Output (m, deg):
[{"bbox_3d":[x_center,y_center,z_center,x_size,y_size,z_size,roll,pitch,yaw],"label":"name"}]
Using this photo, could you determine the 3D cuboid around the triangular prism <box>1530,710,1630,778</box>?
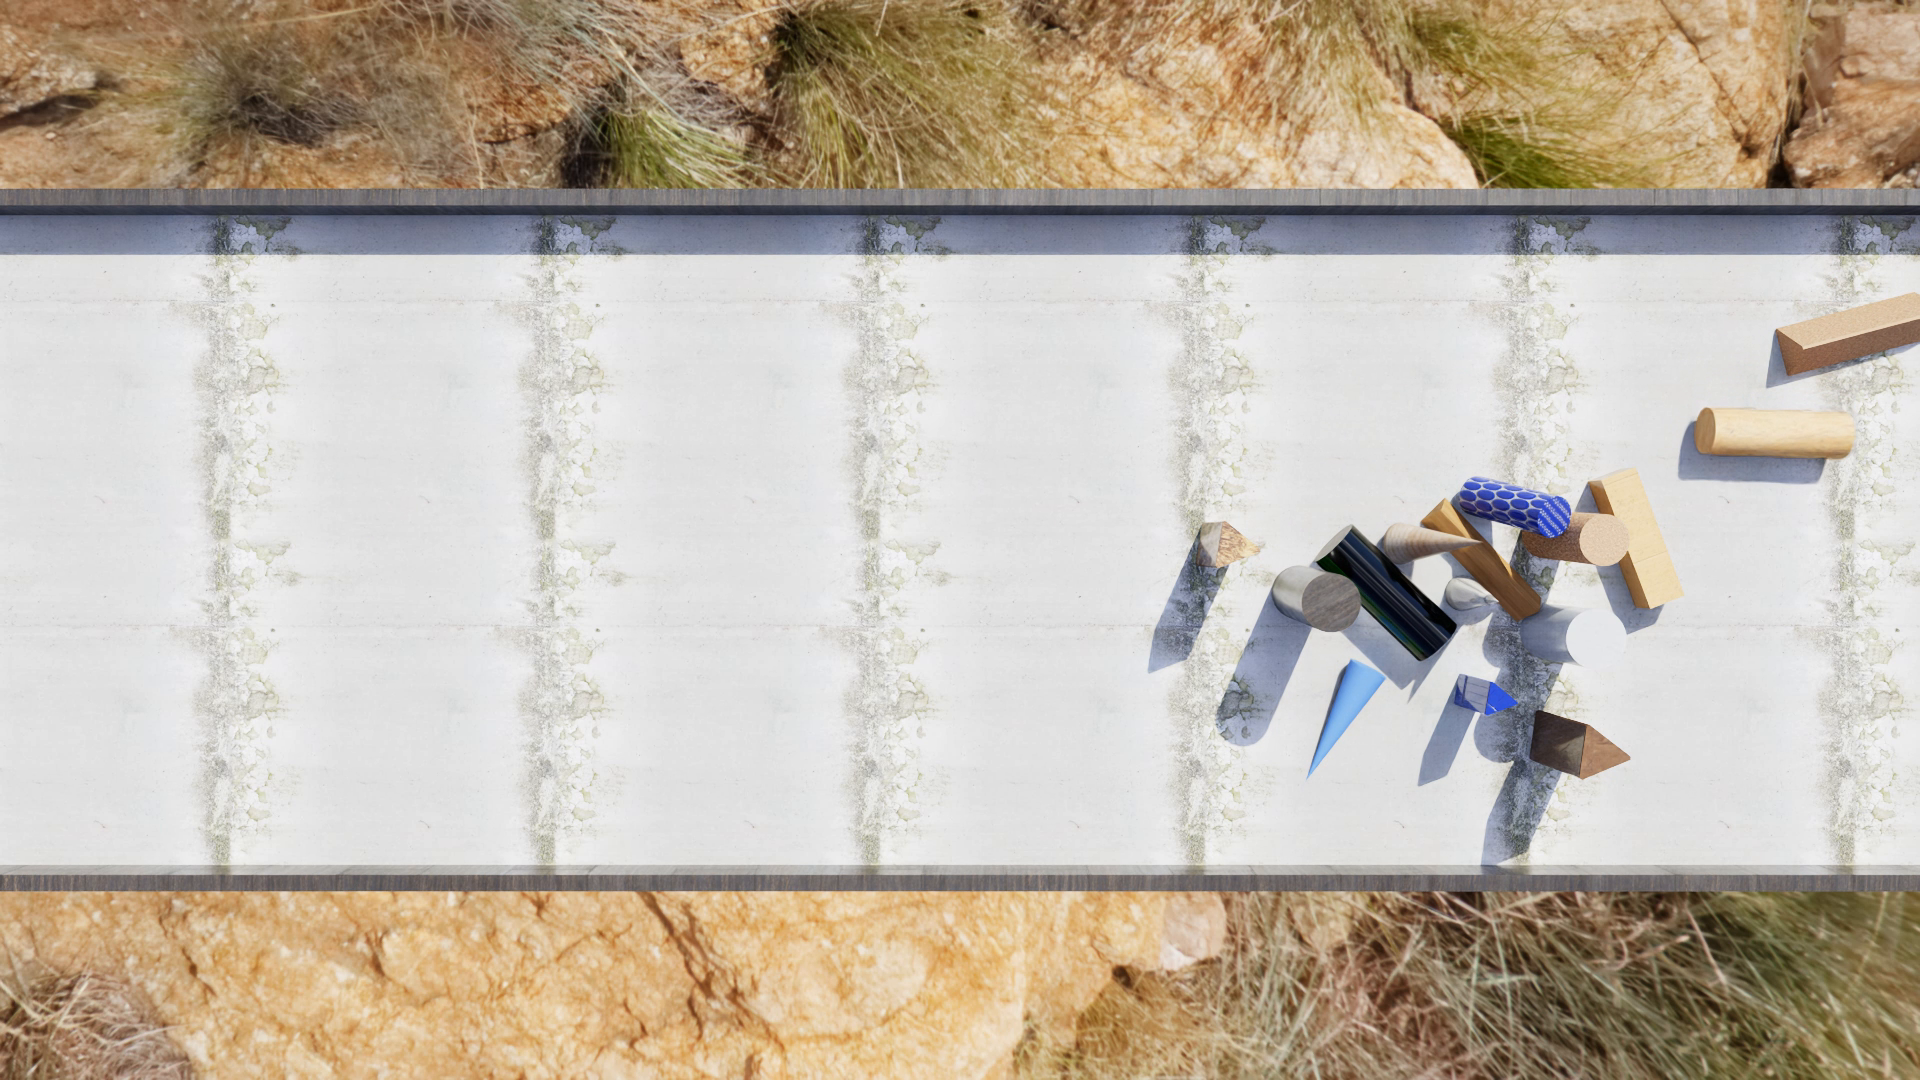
[{"bbox_3d":[1.802,0.585,4.871,0.154,0.411,0.133,-22,90,0],"label":"triangular prism"}]

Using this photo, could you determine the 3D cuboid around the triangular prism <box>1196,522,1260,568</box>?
[{"bbox_3d":[0.769,0.000,4.874,0.133,0.404,0.115,-21,90,0],"label":"triangular prism"}]

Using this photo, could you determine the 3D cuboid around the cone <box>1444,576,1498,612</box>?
[{"bbox_3d":[1.536,0.169,4.867,0.110,0.412,0.110,0,92,3],"label":"cone"}]

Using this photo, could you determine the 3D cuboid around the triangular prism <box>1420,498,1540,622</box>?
[{"bbox_3d":[1.602,0.061,5.029,0.104,0.090,0.427,-44,90,0],"label":"triangular prism"}]

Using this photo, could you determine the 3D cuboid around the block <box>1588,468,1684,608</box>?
[{"bbox_3d":[2.057,-0.006,5.021,0.111,0.111,0.415,-21,90,0],"label":"block"}]

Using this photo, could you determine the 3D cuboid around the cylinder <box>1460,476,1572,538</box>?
[{"bbox_3d":[1.643,-0.101,4.896,0.122,0.342,0.122,-5,104,-22],"label":"cylinder"}]

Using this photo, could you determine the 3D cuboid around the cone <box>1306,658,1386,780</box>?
[{"bbox_3d":[1.152,0.567,5.046,0.121,0.121,0.401,27,99,0],"label":"cone"}]

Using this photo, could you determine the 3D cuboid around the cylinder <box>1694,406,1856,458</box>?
[{"bbox_3d":[2.469,-0.326,5.005,0.417,0.143,0.143,2,90,0],"label":"cylinder"}]

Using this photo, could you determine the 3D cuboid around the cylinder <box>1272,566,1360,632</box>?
[{"bbox_3d":[1.041,0.168,4.844,0.167,0.459,0.167,0,92,0],"label":"cylinder"}]

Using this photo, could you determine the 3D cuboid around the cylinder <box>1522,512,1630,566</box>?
[{"bbox_3d":[1.814,-0.008,4.874,0.147,0.393,0.147,0,93,-4],"label":"cylinder"}]

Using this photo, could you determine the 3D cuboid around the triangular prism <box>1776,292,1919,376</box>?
[{"bbox_3d":[2.740,-0.633,5.009,0.439,0.128,0.148,-15,90,0],"label":"triangular prism"}]

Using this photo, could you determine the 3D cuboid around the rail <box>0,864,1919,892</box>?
[{"bbox_3d":[-2.247,1.025,5.001,12.000,0.150,0.050,0,90,0],"label":"rail"}]

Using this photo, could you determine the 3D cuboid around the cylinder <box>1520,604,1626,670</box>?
[{"bbox_3d":[1.809,0.282,4.882,0.172,0.389,0.172,0,90,0],"label":"cylinder"}]

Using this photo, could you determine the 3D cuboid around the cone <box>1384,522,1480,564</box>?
[{"bbox_3d":[1.422,0.008,4.882,0.129,0.369,0.129,0,89,-24],"label":"cone"}]

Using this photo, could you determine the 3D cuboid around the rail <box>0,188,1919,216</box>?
[{"bbox_3d":[-2.247,-1.025,5.002,12.000,0.150,0.050,0,90,0],"label":"rail"}]

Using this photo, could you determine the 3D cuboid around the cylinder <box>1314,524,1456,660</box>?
[{"bbox_3d":[1.289,0.159,4.997,0.435,0.160,0.160,44,90,0],"label":"cylinder"}]

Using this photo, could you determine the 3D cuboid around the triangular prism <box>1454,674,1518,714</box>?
[{"bbox_3d":[1.553,0.450,4.923,0.096,0.307,0.084,-20,90,0],"label":"triangular prism"}]
